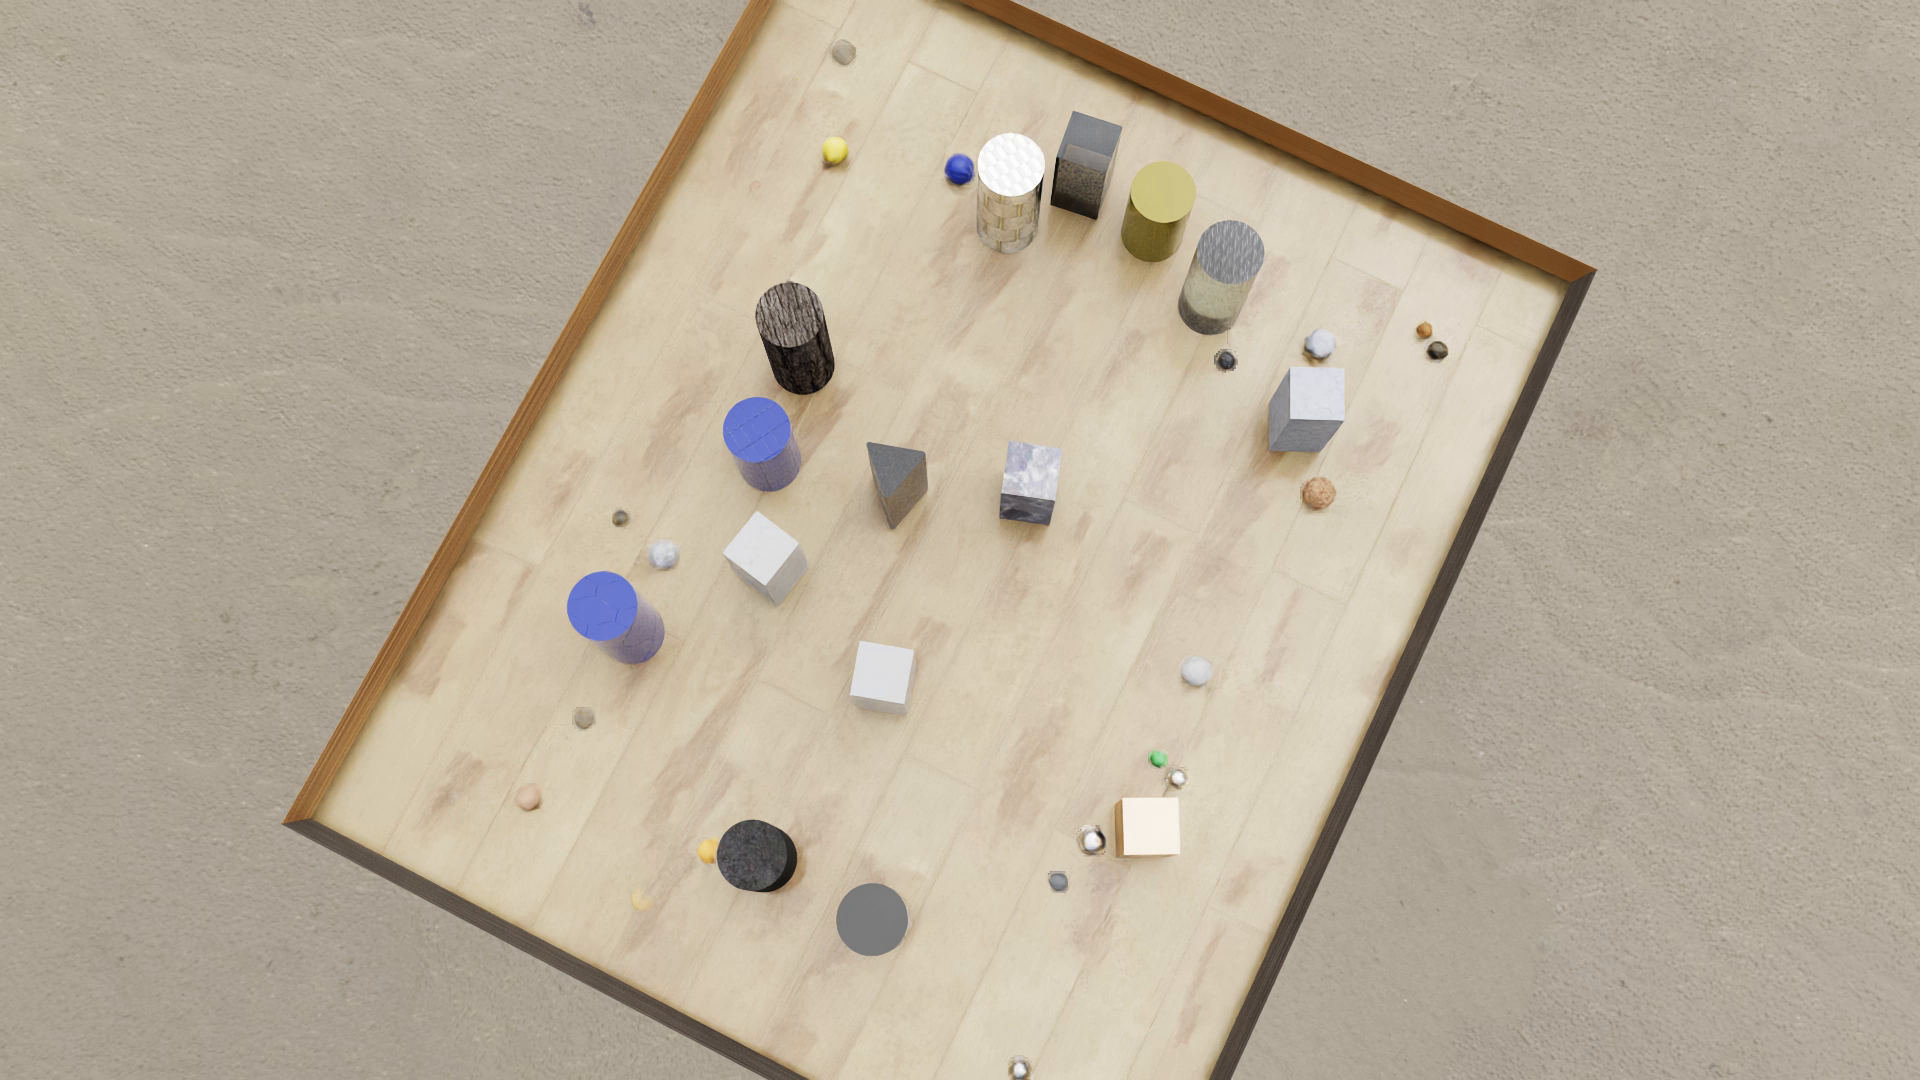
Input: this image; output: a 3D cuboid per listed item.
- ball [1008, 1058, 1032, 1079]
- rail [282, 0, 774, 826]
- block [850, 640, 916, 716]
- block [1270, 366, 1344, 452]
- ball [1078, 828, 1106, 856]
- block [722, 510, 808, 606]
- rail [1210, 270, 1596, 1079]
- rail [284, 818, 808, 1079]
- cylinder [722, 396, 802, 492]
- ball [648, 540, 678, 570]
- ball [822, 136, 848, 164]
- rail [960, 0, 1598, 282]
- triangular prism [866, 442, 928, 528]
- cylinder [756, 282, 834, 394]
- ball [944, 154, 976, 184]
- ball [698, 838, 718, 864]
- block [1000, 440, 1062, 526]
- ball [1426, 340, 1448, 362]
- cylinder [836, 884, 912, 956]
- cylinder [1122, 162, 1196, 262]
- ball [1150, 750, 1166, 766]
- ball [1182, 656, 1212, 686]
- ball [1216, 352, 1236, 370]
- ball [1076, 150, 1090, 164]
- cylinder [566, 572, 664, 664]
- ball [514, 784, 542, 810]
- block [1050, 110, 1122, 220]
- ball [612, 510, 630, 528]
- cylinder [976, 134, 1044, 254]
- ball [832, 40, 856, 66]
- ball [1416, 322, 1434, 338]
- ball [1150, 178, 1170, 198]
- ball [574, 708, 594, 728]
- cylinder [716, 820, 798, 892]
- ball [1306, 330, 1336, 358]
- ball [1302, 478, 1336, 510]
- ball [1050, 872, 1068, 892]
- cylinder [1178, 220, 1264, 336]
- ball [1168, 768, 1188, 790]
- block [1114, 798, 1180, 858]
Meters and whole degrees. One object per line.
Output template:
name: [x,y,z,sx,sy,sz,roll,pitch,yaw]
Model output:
ball: [0.171,1.524,5.266,0.068,0.068,0.068,0,78,0]
rail: [-1.215,-0.588,5.672,0.045,0.128,3.279,26,80,5]
block: [-0.222,0.409,5.368,0.157,0.321,0.157,10,78,2]
block: [1.039,-0.388,5.507,0.157,0.371,0.157,2,78,0]
ball: [0.389,0.887,5.390,0.084,0.084,0.084,0,78,0]
block: [-0.570,0.059,5.423,0.157,0.355,0.157,37,81,7]
rail: [1.215,0.602,5.426,0.045,0.128,3.279,26,80,5]
rail: [-0.723,1.422,5.256,2.765,0.128,0.045,26,80,5]
cylinder: [-0.589,-0.282,5.486,0.196,0.369,0.196,0,78,0]
ball: [-0.900,0.043,5.561,0.092,0.092,0.092,0,78,0]
ball: [-0.398,-1.241,5.831,0.083,0.083,0.083,0,78,0]
rail: [0.723,-1.409,5.842,2.765,0.128,0.045,26,80,5]
triangular prism: [-0.209,-0.187,5.432,0.147,0.437,0.170,40,81,8]
cylinder: [-0.490,-0.598,5.493,0.196,0.484,0.196,0,78,0]
ball: [0.000,-1.176,5.811,0.097,0.097,0.097,0,78,0]
ball: [-0.737,0.916,5.390,0.072,0.072,0.072,0,78,0]
block: [0.208,-0.167,5.477,0.157,0.340,0.157,8,78,2]
ball: [1.487,-0.588,5.706,0.064,0.064,0.064,0,78,0]
cylinder: [-0.240,1.076,5.194,0.196,0.391,0.196,0,78,0]
cylinder: [0.610,-1.009,5.654,0.196,0.336,0.196,0,78,0]
ball: [0.592,0.651,5.458,0.047,0.047,0.047,0,78,0]
ball: [0.711,0.393,5.489,0.090,0.090,0.090,0,78,0]
ball: [0.829,-0.557,5.702,0.059,0.059,0.059,0,78,0]
ball: [0.391,-1.223,5.847,0.044,0.044,0.044,0,78,0]
cylinder: [-0.994,0.232,5.324,0.196,0.478,0.196,0,78,0]
ball: [-1.278,0.763,5.420,0.076,0.076,0.076,0,78,0]
block: [0.387,-1.153,5.663,0.157,0.376,0.157,19,79,4]
ball: [-1.038,-0.066,5.602,0.054,0.054,0.054,0,78,0]
cylinder: [0.150,-1.051,5.594,0.196,0.471,0.196,0,78,0]
ball: [-0.373,-1.570,5.902,0.078,0.078,0.078,0,78,0]
ball: [1.453,-0.655,5.727,0.050,0.050,0.050,0,78,0]
ball: [0.633,-1.116,5.813,0.067,0.067,0.067,0,78,0]
ball: [-1.122,0.534,5.475,0.061,0.061,0.061,0,78,0]
cylinder: [-0.579,0.910,5.262,0.196,0.325,0.196,0,78,0]
ball: [1.121,-0.610,5.697,0.091,0.091,0.091,0,78,0]
ball: [1.097,-0.143,5.596,0.098,0.098,0.098,0,78,0]
ball: [0.290,1.005,5.380,0.056,0.056,0.056,0,78,0]
cylinder: [0.784,-0.786,5.538,0.196,0.472,0.196,0,78,0]
ball: [0.646,0.709,5.438,0.063,0.063,0.063,0,78,0]
block: [0.539,0.834,5.301,0.157,0.279,0.157,-1,78,0]
